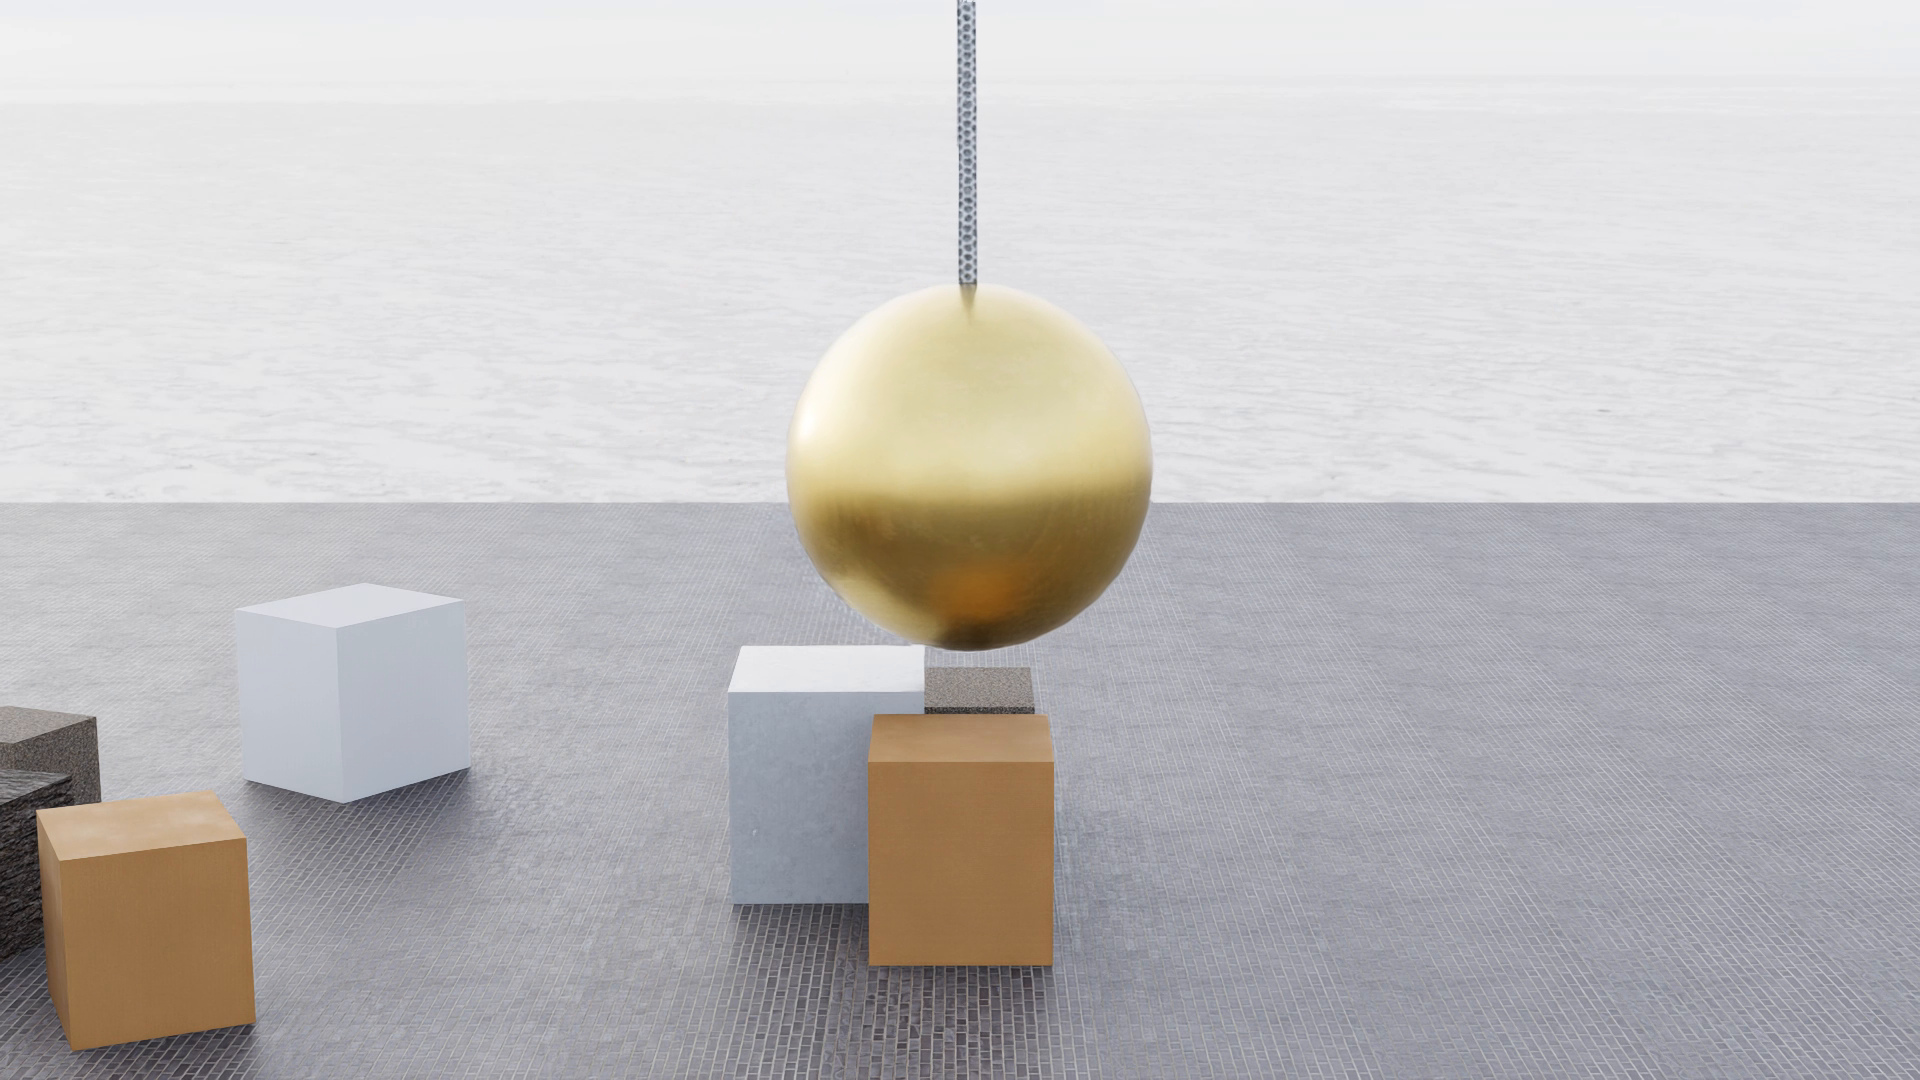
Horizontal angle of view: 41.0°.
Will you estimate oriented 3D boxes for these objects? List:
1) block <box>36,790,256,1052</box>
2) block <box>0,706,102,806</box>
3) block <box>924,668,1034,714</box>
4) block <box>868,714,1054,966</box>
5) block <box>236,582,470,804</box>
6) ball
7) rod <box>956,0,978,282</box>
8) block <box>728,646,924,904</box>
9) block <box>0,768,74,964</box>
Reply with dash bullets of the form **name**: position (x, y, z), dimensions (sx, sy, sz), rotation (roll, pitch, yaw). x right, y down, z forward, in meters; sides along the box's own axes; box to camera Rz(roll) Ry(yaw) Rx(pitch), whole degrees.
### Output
- **block**: position (-3.091, 1.423, 9.728), dimensions (0.659, 0.720, 0.715), rotation (-5, 11, -25)
- **block**: position (-4.400, 1.116, 11.926), dimensions (0.545, 0.538, 0.534), rotation (4, 11, 23)
- **block**: position (-0.020, 1.010, 12.216), dimensions (0.726, 0.642, 0.800), rotation (0, 10, 0)
- **block**: position (0.004, 1.216, 10.534), dimensions (0.733, 0.838, 0.766), rotation (0, 10, 0)
- **block**: position (-3.063, 0.754, 12.976), dimensions (0.755, 0.874, 0.834), rotation (7, 13, 35)
- **ball**: position (0.039, -0.317, 11.123), dimensions (1.600, 1.600, 1.600), rotation (0, 10, 0)
- **rod**: position (0.017, -3.662, 10.515), dimensions (0.080, 5.200, 0.080), rotation (0, 10, 0)
- **block**: position (-0.573, 1.020, 11.351), dimensions (0.830, 0.932, 0.887), rotation (0, 10, -1)
- **block**: position (-4.124, 1.333, 10.451), dimensions (0.701, 0.638, 0.733), rotation (3, 11, 16)
